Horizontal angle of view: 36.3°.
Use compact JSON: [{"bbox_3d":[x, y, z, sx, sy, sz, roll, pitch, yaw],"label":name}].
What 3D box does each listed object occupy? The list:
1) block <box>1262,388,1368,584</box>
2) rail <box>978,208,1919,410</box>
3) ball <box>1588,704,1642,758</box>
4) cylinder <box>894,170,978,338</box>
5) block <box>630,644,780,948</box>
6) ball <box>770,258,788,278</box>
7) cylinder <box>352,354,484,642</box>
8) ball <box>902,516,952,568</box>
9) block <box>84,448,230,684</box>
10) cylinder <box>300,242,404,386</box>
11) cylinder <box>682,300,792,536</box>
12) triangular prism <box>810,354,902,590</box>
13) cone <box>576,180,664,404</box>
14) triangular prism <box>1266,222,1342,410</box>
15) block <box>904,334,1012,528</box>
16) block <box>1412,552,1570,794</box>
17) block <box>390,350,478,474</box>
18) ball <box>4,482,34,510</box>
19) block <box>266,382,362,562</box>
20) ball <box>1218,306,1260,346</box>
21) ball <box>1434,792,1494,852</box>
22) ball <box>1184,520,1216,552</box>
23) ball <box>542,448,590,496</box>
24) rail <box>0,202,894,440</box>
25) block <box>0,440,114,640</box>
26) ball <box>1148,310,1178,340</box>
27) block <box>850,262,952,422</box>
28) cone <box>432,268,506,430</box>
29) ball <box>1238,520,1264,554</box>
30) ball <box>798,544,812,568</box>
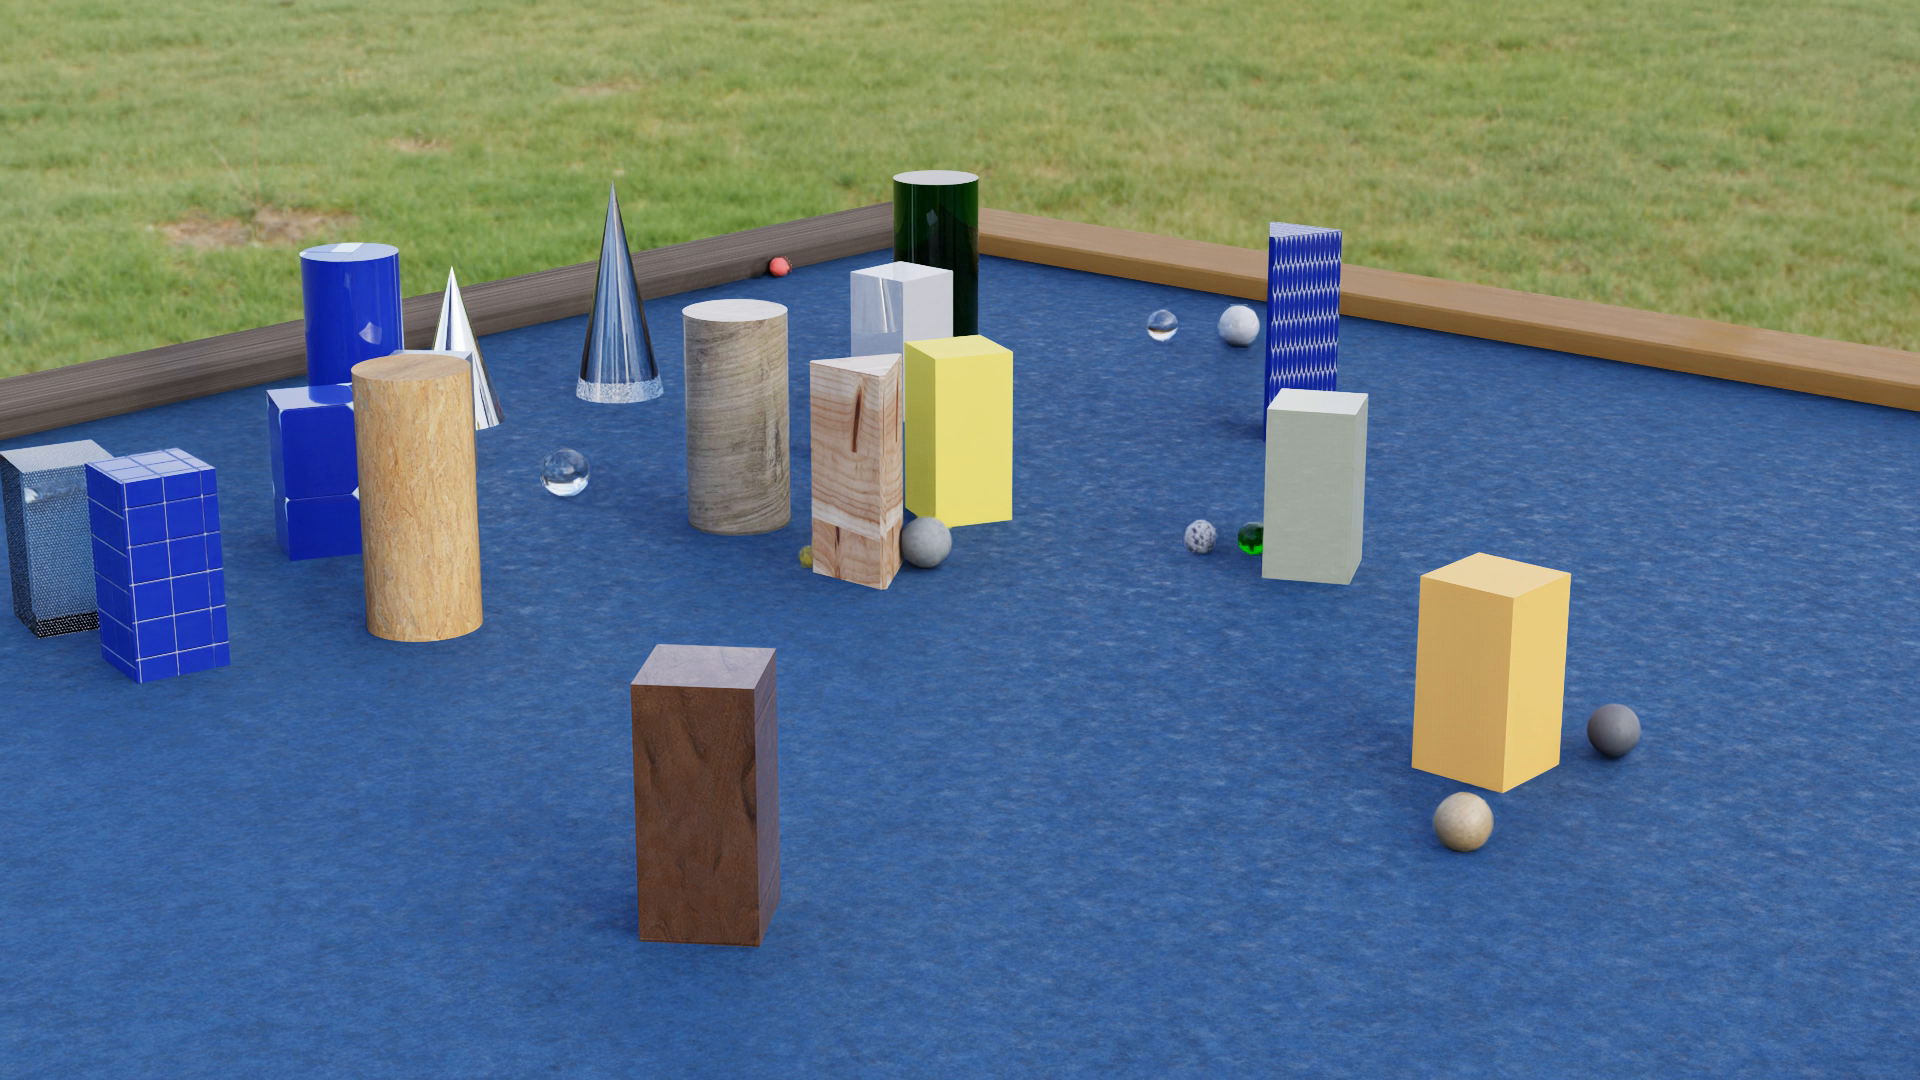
[{"bbox_3d":[0.634,-0.097,5.232,0.156,0.310,0.156,5,17,15],"label":"block"},{"bbox_3d":[1.521,-0.474,6.798,4.413,0.127,0.045,14,22,39],"label":"rail"},{"bbox_3d":[0.975,0.284,4.370,0.079,0.079,0.079,0,17,0],"label":"ball"},{"bbox_3d":[-0.055,-0.614,6.724,0.195,0.438,0.195,0,17,0],"label":"cylinder"},{"bbox_3d":[-0.323,0.326,3.762,0.156,0.349,0.156,2,17,6],"label":"block"},{"bbox_3d":[-0.478,-0.721,7.749,0.052,0.052,0.052,0,17,0],"label":"ball"},{"bbox_3d":[-0.908,-0.072,4.914,0.195,0.447,0.195,0,17,0],"label":"cylinder"},{"bbox_3d":[-0.060,0.004,5.277,0.092,0.092,0.092,0,17,0],"label":"ball"},{"bbox_3d":[-1.297,0.039,4.743,0.156,0.332,0.156,-12,21,-34],"label":"block"},{"bbox_3d":[-1.223,-0.371,5.935,0.195,0.430,0.195,0,17,0],"label":"cylinder"},{"bbox_3d":[-0.418,-0.232,5.510,0.195,0.408,0.195,0,17,0],"label":"cylinder"},{"bbox_3d":[-0.153,-0.130,5.209,0.169,0.386,0.146,13,21,38],"label":"triangular prism"},{"bbox_3d":[-0.758,-0.559,6.468,0.195,0.482,0.195,0,17,0],"label":"cone"},{"bbox_3d":[0.684,-0.441,6.158,0.169,0.435,0.146,-7,18,-23],"label":"triangular prism"},{"bbox_3d":[-0.003,-0.207,5.568,0.156,0.327,0.156,-7,18,-22],"label":"block"},{"bbox_3d":[0.778,0.192,4.297,0.156,0.297,0.156,15,22,40],"label":"block"},{"bbox_3d":[-1.053,-0.236,5.800,0.156,0.249,0.156,1,17,4],"label":"block"},{"bbox_3d":[-1.810,-0.085,5.634,0.055,0.055,0.055,0,17,0],"label":"ball"},{"bbox_3d":[-1.171,-0.126,5.377,0.156,0.283,0.156,-6,18,-20],"label":"block"},{"bbox_3d":[0.663,-0.509,6.965,0.097,0.097,0.097,0,17,0],"label":"ball"},{"bbox_3d":[0.692,0.387,4.026,0.081,0.081,0.081,0,17,0],"label":"ball"},{"bbox_3d":[0.440,-0.007,5.367,0.060,0.060,0.060,0,17,0],"label":"ball"},{"bbox_3d":[-0.769,-0.131,5.721,0.094,0.094,0.094,0,17,0],"label":"ball"},{"bbox_3d":[-1.648,-0.382,6.490,0.045,0.127,4.688,14,22,39],"label":"rail"},{"bbox_3d":[-1.514,-0.003,4.960,0.156,0.288,0.156,-10,19,-30],"label":"block"},{"bbox_3d":[0.485,-0.514,7.025,0.073,0.073,0.073,0,17,0],"label":"ball"},{"bbox_3d":[-0.125,-0.432,6.350,0.156,0.305,0.156,15,22,40],"label":"block"},{"bbox_3d":[-1.076,-0.419,6.255,0.195,0.337,0.195,0,17,0],"label":"cone"},{"bbox_3d":[0.537,-0.004,5.357,0.061,0.061,0.061,0,17,0],"label":"ball"},{"bbox_3d":[-0.270,0.029,5.279,0.041,0.041,0.041,0,17,0],"label":"ball"}]
